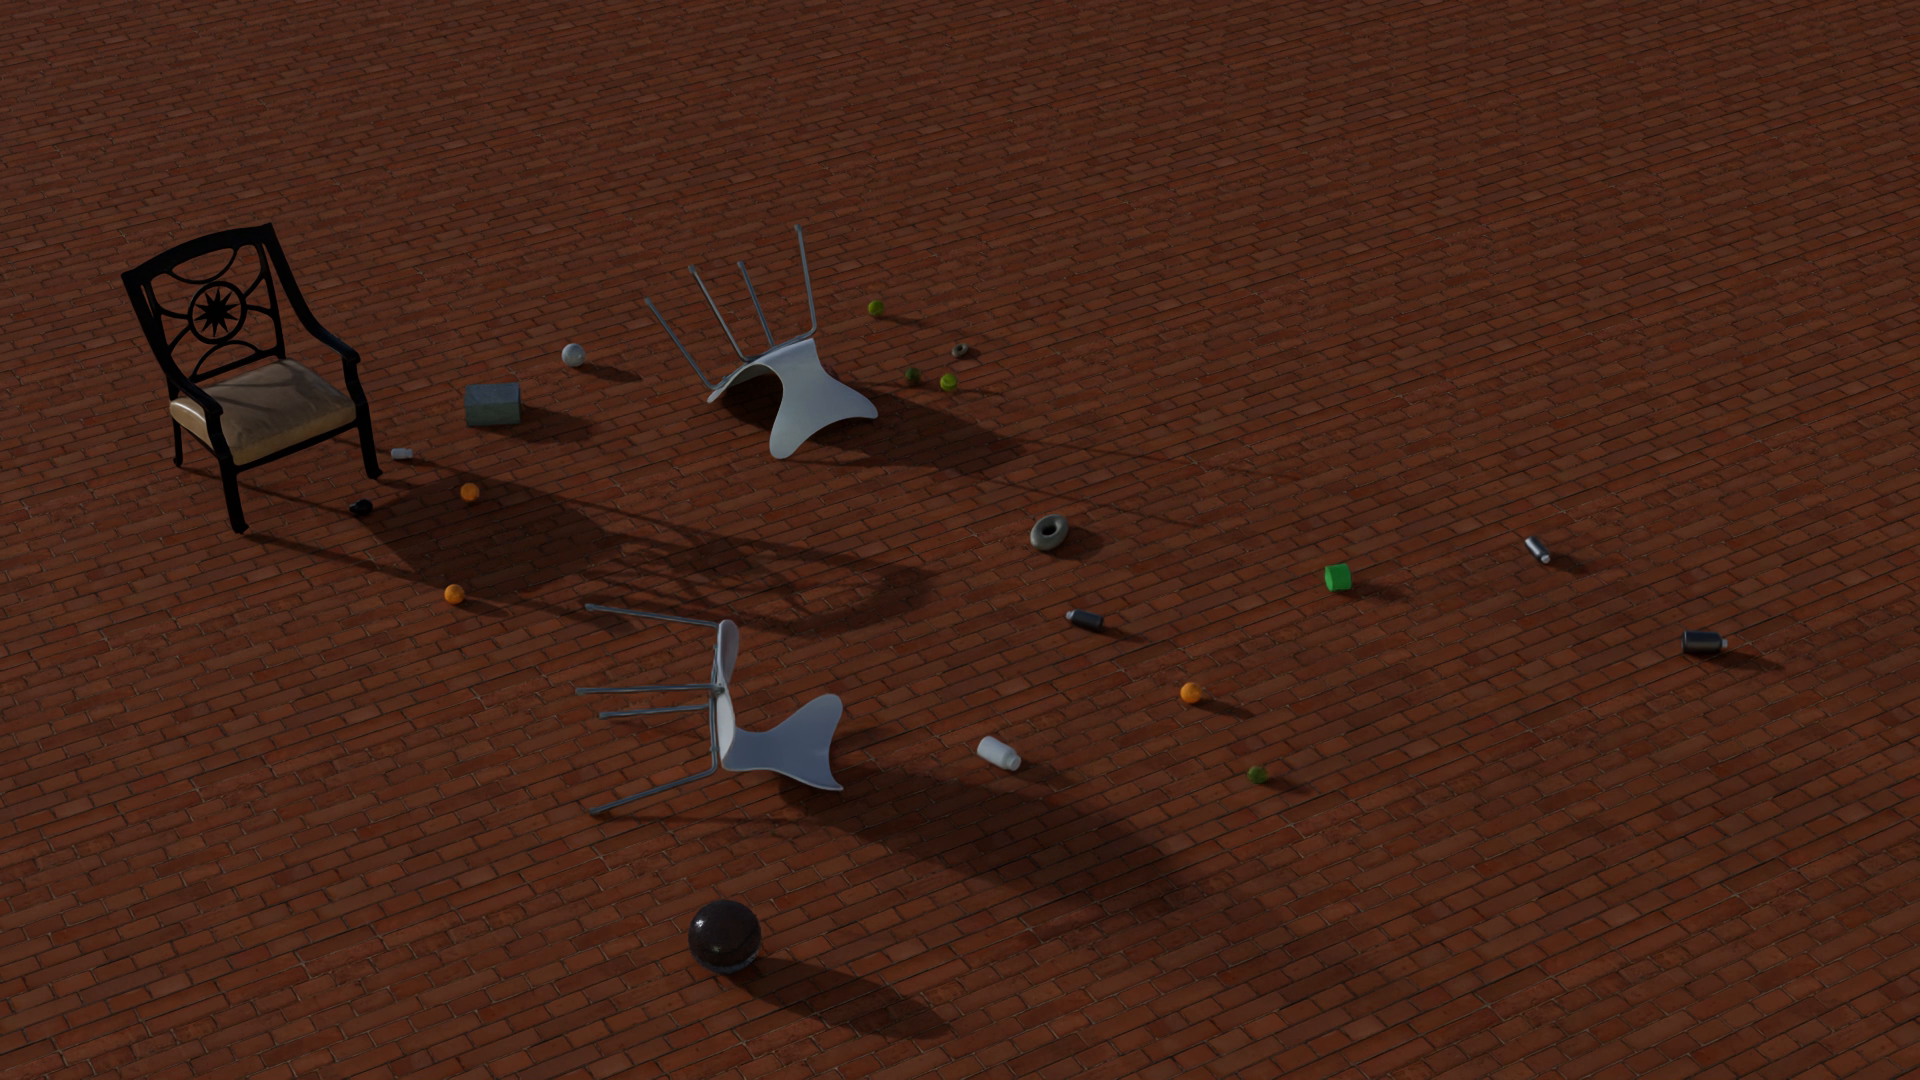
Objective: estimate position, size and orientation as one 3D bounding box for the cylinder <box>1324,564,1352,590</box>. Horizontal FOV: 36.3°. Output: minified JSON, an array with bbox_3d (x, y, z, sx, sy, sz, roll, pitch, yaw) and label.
[{"bbox_3d":[1.375,0.134,10.671,0.073,0.070,0.096,-8,65,-12],"label":"cylinder"}]

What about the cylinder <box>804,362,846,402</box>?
[{"bbox_3d":[-0.543,-0.637,11.791,0.167,0.104,0.117,27,18,-35],"label":"cylinder"}]

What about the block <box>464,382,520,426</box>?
[{"bbox_3d":[-1.859,-0.540,11.672,0.211,0.100,0.155,-4,34,-5],"label":"block"}]

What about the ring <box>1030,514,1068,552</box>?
[{"bbox_3d":[0.334,-0.028,10.941,0.131,0.052,0.226,13,36,17],"label":"ring"}]

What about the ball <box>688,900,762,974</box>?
[{"bbox_3d":[-0.714,1.206,8.911,0.224,0.224,0.224,0,33,0],"label":"ball"}]

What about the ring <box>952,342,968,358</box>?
[{"bbox_3d":[0.001,-0.785,12.116,0.060,0.022,0.106,14,37,19],"label":"ring"}]

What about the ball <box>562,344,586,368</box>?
[{"bbox_3d":[-1.581,-0.756,12.003,0.099,0.099,0.099,0,33,0],"label":"ball"}]
